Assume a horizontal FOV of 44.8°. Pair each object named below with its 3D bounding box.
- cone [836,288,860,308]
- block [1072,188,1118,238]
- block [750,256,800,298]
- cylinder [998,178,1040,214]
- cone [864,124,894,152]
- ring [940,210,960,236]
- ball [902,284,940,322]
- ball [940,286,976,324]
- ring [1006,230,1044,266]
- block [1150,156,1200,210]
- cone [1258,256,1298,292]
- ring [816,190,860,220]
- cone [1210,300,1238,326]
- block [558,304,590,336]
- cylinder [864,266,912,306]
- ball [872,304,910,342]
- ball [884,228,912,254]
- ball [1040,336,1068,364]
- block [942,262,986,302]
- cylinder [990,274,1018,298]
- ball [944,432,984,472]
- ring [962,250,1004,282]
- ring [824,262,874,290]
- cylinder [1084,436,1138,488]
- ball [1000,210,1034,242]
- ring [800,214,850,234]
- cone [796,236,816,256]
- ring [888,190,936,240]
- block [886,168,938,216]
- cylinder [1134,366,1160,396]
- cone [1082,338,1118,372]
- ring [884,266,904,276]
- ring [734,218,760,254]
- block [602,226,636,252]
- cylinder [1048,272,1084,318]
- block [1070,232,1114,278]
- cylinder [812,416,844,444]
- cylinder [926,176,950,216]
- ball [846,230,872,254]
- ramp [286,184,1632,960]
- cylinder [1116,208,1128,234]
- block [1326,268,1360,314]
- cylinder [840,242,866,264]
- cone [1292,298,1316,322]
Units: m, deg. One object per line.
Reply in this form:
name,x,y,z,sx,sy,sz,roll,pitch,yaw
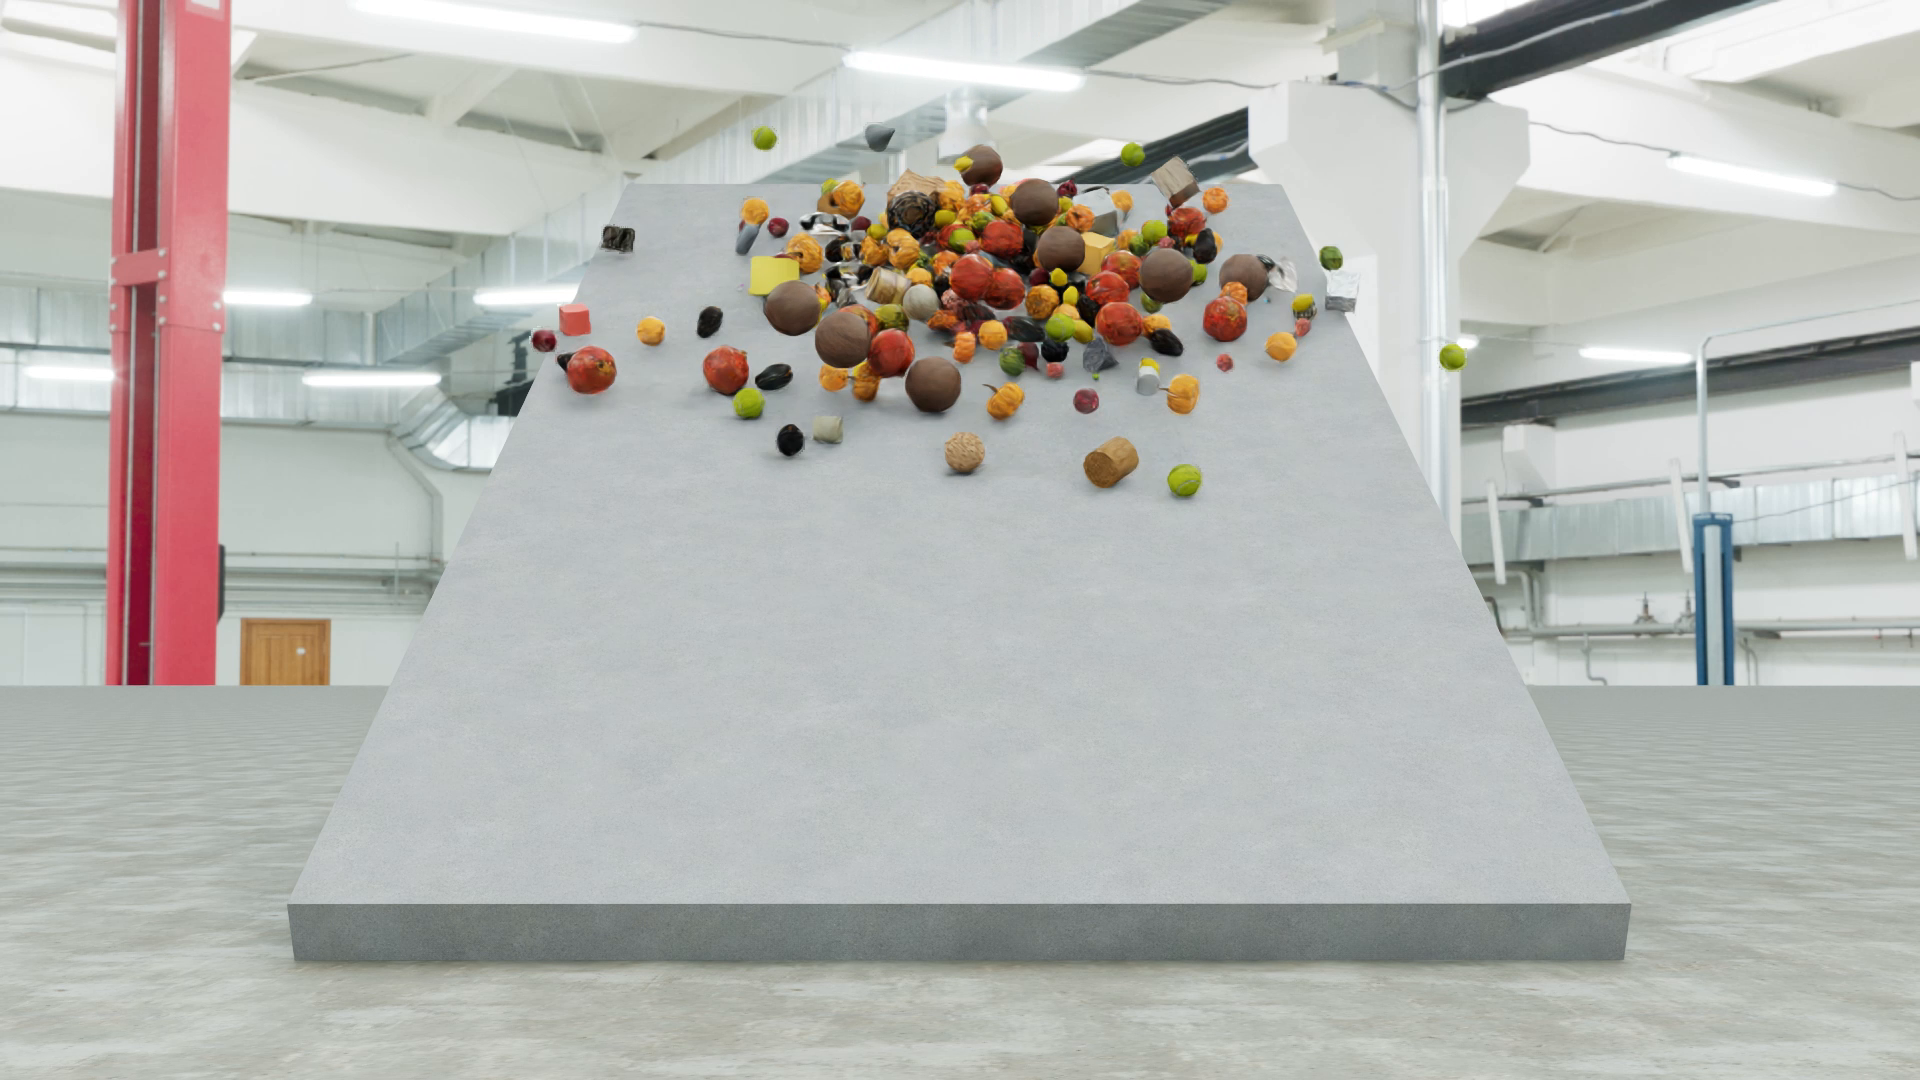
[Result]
cone,-0.279,-0.612,6.002,0.059,0.059,0.059,31,-17,-24
block,0.373,-0.893,6.411,0.095,0.095,0.095,-18,-36,-6
block,-0.481,-0.681,6.037,0.097,0.097,0.097,5,2,14
cylinder,0.172,-0.991,6.739,0.093,0.093,0.093,-17,-7,12
cone,-0.216,-1.188,6.804,0.087,0.087,0.087,3,-11,-41
ring,-0.028,-0.900,6.596,0.027,0.080,0.080,-30,7,-18
ball,-0.096,-0.580,5.700,0.090,0.090,0.090,0,-3,0
ball,-0.005,-0.594,5.888,0.095,0.095,0.095,0,-3,0
ring,0.176,-0.794,6.312,0.107,0.107,0.036,-2,29,30
block,0.596,-0.989,6.440,0.090,0.090,0.090,-35,-18,5
cone,0.831,-0.692,6.174,0.095,0.095,0.095,-15,-12,35
ring,-0.352,-0.967,6.748,0.128,0.128,0.043,0,-45,2
cone,0.655,-0.558,5.861,0.066,0.066,0.066,-32,1,-7
block,-0.965,-0.551,5.827,0.062,0.062,0.062,-10,26,-22
cylinder,-0.182,-0.636,5.895,0.088,0.088,0.088,20,-10,-18
ball,-0.171,-0.539,5.765,0.094,0.094,0.094,0,-3,0
ball,-0.173,-0.830,6.434,0.080,0.080,0.080,0,-3,0
ball,0.228,-0.459,5.621,0.068,0.068,0.068,0,-3,0
block,0.009,-0.667,6.064,0.084,0.084,0.084,13,27,27
cylinder,0.115,-0.664,6.074,0.057,0.057,0.057,-4,-4,17
ball,0.010,-0.189,4.990,0.088,0.088,0.088,0,-3,0
ring,0.061,-0.730,6.191,0.118,0.039,0.118,23,-18,8
ring,-0.290,-0.694,6.113,0.134,0.045,0.134,-2,-14,-1
cylinder,0.320,-0.165,4.933,0.084,0.084,0.084,-3,21,40
ball,0.159,-0.873,6.508,0.098,0.098,0.098,0,-3,0
ring,-0.383,-0.892,6.568,0.143,0.048,0.143,2,0,0
cone,-0.426,-0.820,6.438,0.057,0.057,0.057,0,24,0
ring,-0.132,-0.878,6.297,0.139,0.139,0.046,1,22,-23
block,-0.134,-0.936,6.399,0.099,0.099,0.099,30,-29,10
cylinder,0.438,-0.373,5.442,0.055,0.055,0.055,0,25,-1
cone,0.353,-0.433,5.600,0.083,0.083,0.083,16,-13,-37
ring,-0.187,-0.696,6.175,0.083,0.083,0.028,-1,-48,16
ring,-0.586,-0.840,6.426,0.038,0.114,0.114,27,-11,-14
block,-0.939,-0.828,6.397,0.064,0.064,0.064,3,8,-35
cylinder,0.274,-0.631,5.975,0.092,0.092,0.092,0,25,0
block,0.357,-0.773,6.286,0.083,0.083,0.083,19,33,21
cylinder,-0.292,-0.245,5.149,0.057,0.057,0.057,6,-2,10
cylinder,-0.075,-0.965,6.523,0.082,0.082,0.082,1,40,-9
ball,-0.278,-0.820,6.421,0.073,0.073,0.073,0,-3,0
ramp,-0.008,-0.228,5.307,2.000,0.100,4.000,0,24,0
cylinder,0.438,-0.894,6.514,0.051,0.051,0.051,29,-12,7
block,0.979,-0.637,5.953,0.076,0.076,0.076,9,-22,10
cylinder,-0.282,-0.752,6.139,0.060,0.060,0.060,-7,16,2
cone,0.868,-0.583,5.949,0.065,0.065,0.065,1,-3,-13
